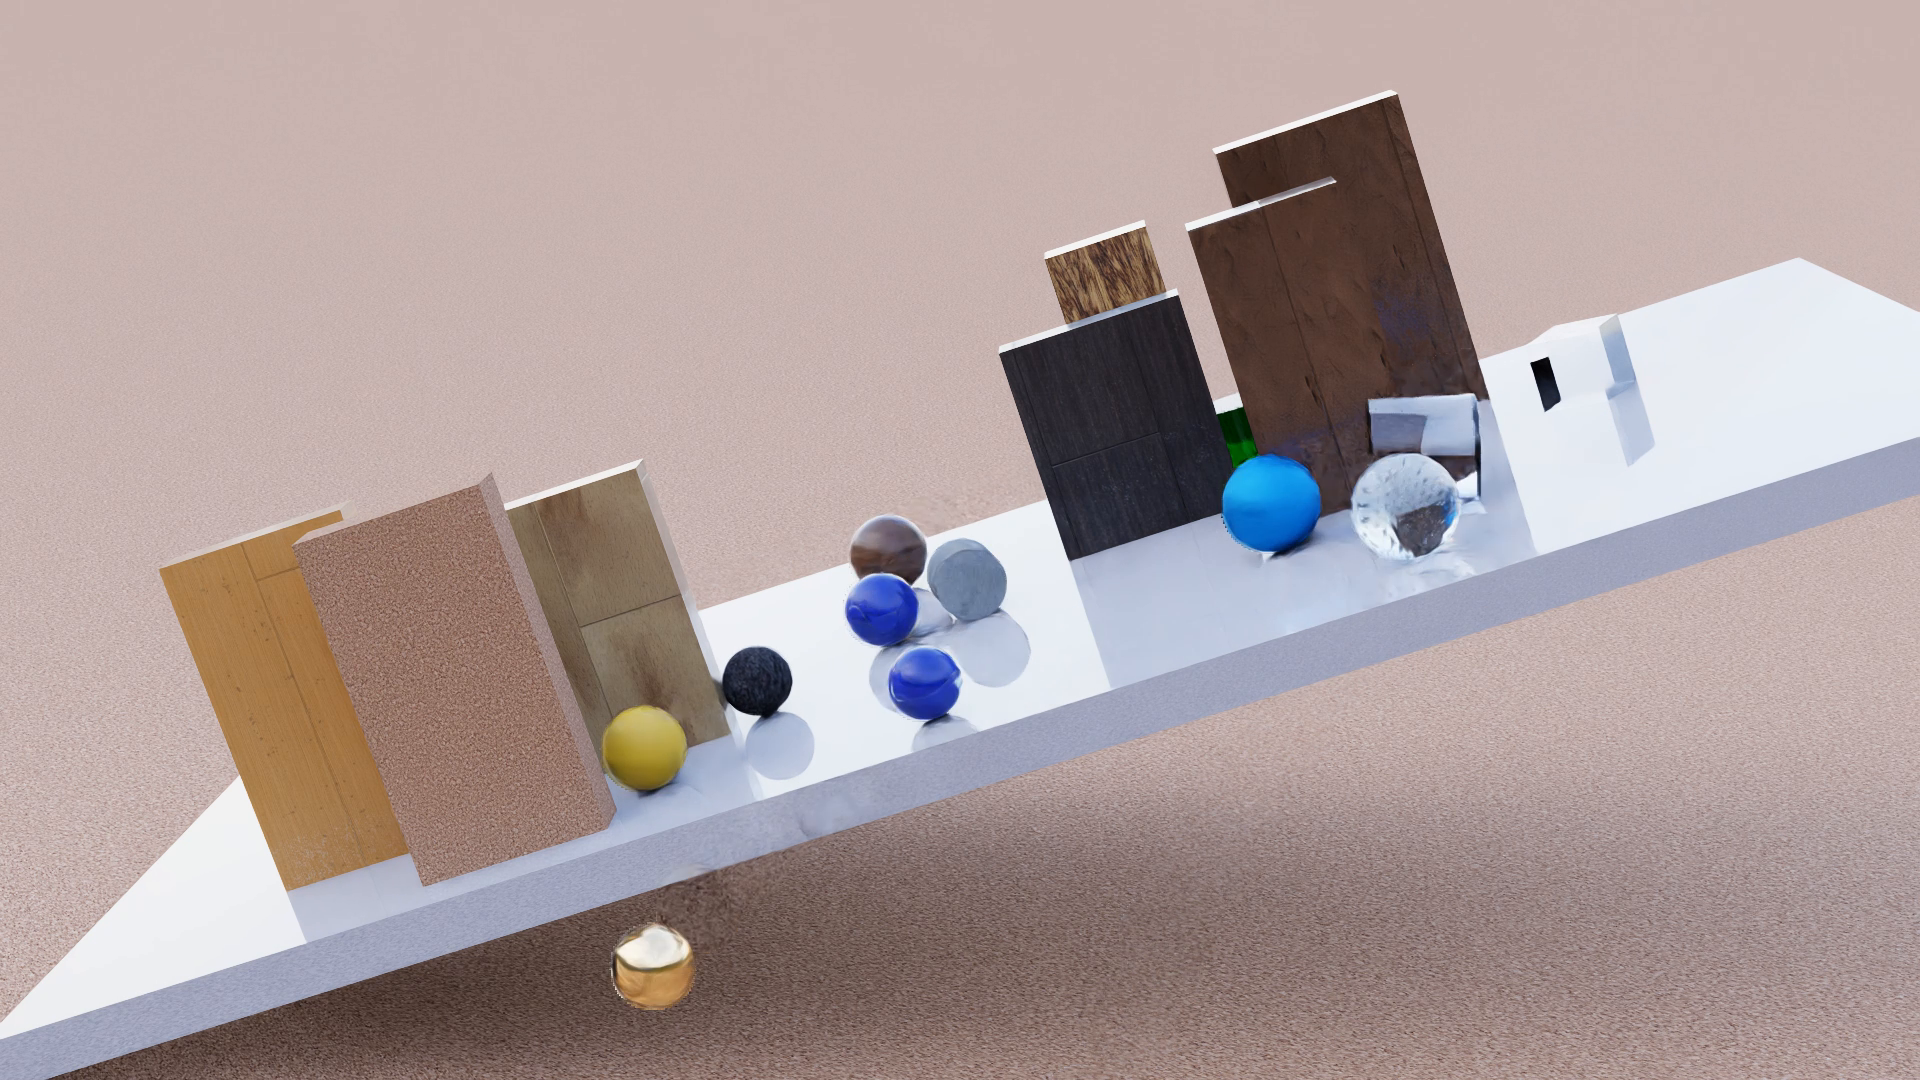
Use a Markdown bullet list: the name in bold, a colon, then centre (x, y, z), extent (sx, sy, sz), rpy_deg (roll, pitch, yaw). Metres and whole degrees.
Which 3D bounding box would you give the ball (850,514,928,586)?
- **ball**: centre (-0.164, 0.032, 6.761), extent (0.181, 0.181, 0.181), rpy_deg (0, 12, 0)

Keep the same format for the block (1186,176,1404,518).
- **block**: centre (0.716, -0.386, 6.075), extent (0.315, 0.651, 0.135), rpy_deg (-18, 11, 6)

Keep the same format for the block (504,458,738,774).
- **block**: centre (-0.734, 0.173, 5.964), extent (0.386, 0.575, 0.103), rpy_deg (-18, 11, 6)

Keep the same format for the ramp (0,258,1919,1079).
- **ramp**: centre (0.105, 0.181, 6.307), extent (4.000, 0.100, 2.000), rpy_deg (-18, 11, 6)

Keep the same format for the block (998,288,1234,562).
- **block**: centre (0.357, -0.252, 6.466), extent (0.409, 0.487, 0.110), rpy_deg (-18, 11, 6)

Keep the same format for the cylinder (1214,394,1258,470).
- **cylinder**: centre (0.645, -0.221, 6.605), extent (0.193, 0.193, 0.193), rpy_deg (-18, 11, 4)

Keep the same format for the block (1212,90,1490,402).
- **block**: centre (0.890, -0.608, 6.702), extent (0.423, 0.722, 0.148), rpy_deg (-18, 11, 6)

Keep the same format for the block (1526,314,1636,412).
- **block**: centre (1.338, -0.381, 6.335), extent (0.152, 0.152, 0.152), rpy_deg (-10, 14, 40)

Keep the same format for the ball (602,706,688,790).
- **ball**: centre (-0.612, 0.403, 5.704), extent (0.164, 0.164, 0.164), rpy_deg (0, 12, 0)

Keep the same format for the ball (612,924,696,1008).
- **ball**: centre (-0.546, 0.758, 5.236), extent (0.148, 0.148, 0.148), rpy_deg (0, 12, 0)

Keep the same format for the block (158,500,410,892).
- **block**: centre (-1.278, 0.312, 5.868), extent (0.385, 0.697, 0.105), rpy_deg (-18, 11, 6)

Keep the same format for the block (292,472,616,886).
- **block**: centre (-0.948, 0.264, 5.546), extent (0.372, 0.695, 0.124), rpy_deg (-18, 11, 6)

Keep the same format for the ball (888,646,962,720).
- **ball**: centre (-0.066, 0.268, 5.513), extent (0.140, 0.140, 0.140), rpy_deg (0, 12, 0)

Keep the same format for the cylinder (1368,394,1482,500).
- **cylinder**: centre (0.911, -0.179, 5.781), extent (0.207, 0.207, 0.207), rpy_deg (-3, 12, 6)

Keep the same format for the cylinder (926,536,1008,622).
- **cylinder**: centre (0.014, 0.083, 6.270), extent (0.153, 0.153, 0.153), rpy_deg (-2, 11, -9)

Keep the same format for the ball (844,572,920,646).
- **ball**: centre (-0.165, 0.148, 6.243), extent (0.157, 0.157, 0.157), rpy_deg (0, 12, 0)

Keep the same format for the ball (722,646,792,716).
- **ball**: centre (-0.414, 0.288, 6.001), extent (0.143, 0.143, 0.143), rpy_deg (0, 12, 0)

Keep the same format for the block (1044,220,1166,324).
- **block**: centre (0.412, -0.431, 6.983), extent (0.247, 0.595, 0.145), rpy_deg (-18, 11, 6)

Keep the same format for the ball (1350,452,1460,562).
- **ball**: centre (0.828, -0.062, 5.466), extent (0.203, 0.203, 0.203), rpy_deg (0, 12, 0)

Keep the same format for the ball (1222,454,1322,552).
- **ball**: centre (0.624, -0.073, 5.891), extent (0.197, 0.197, 0.197), rpy_deg (0, 12, 0)
